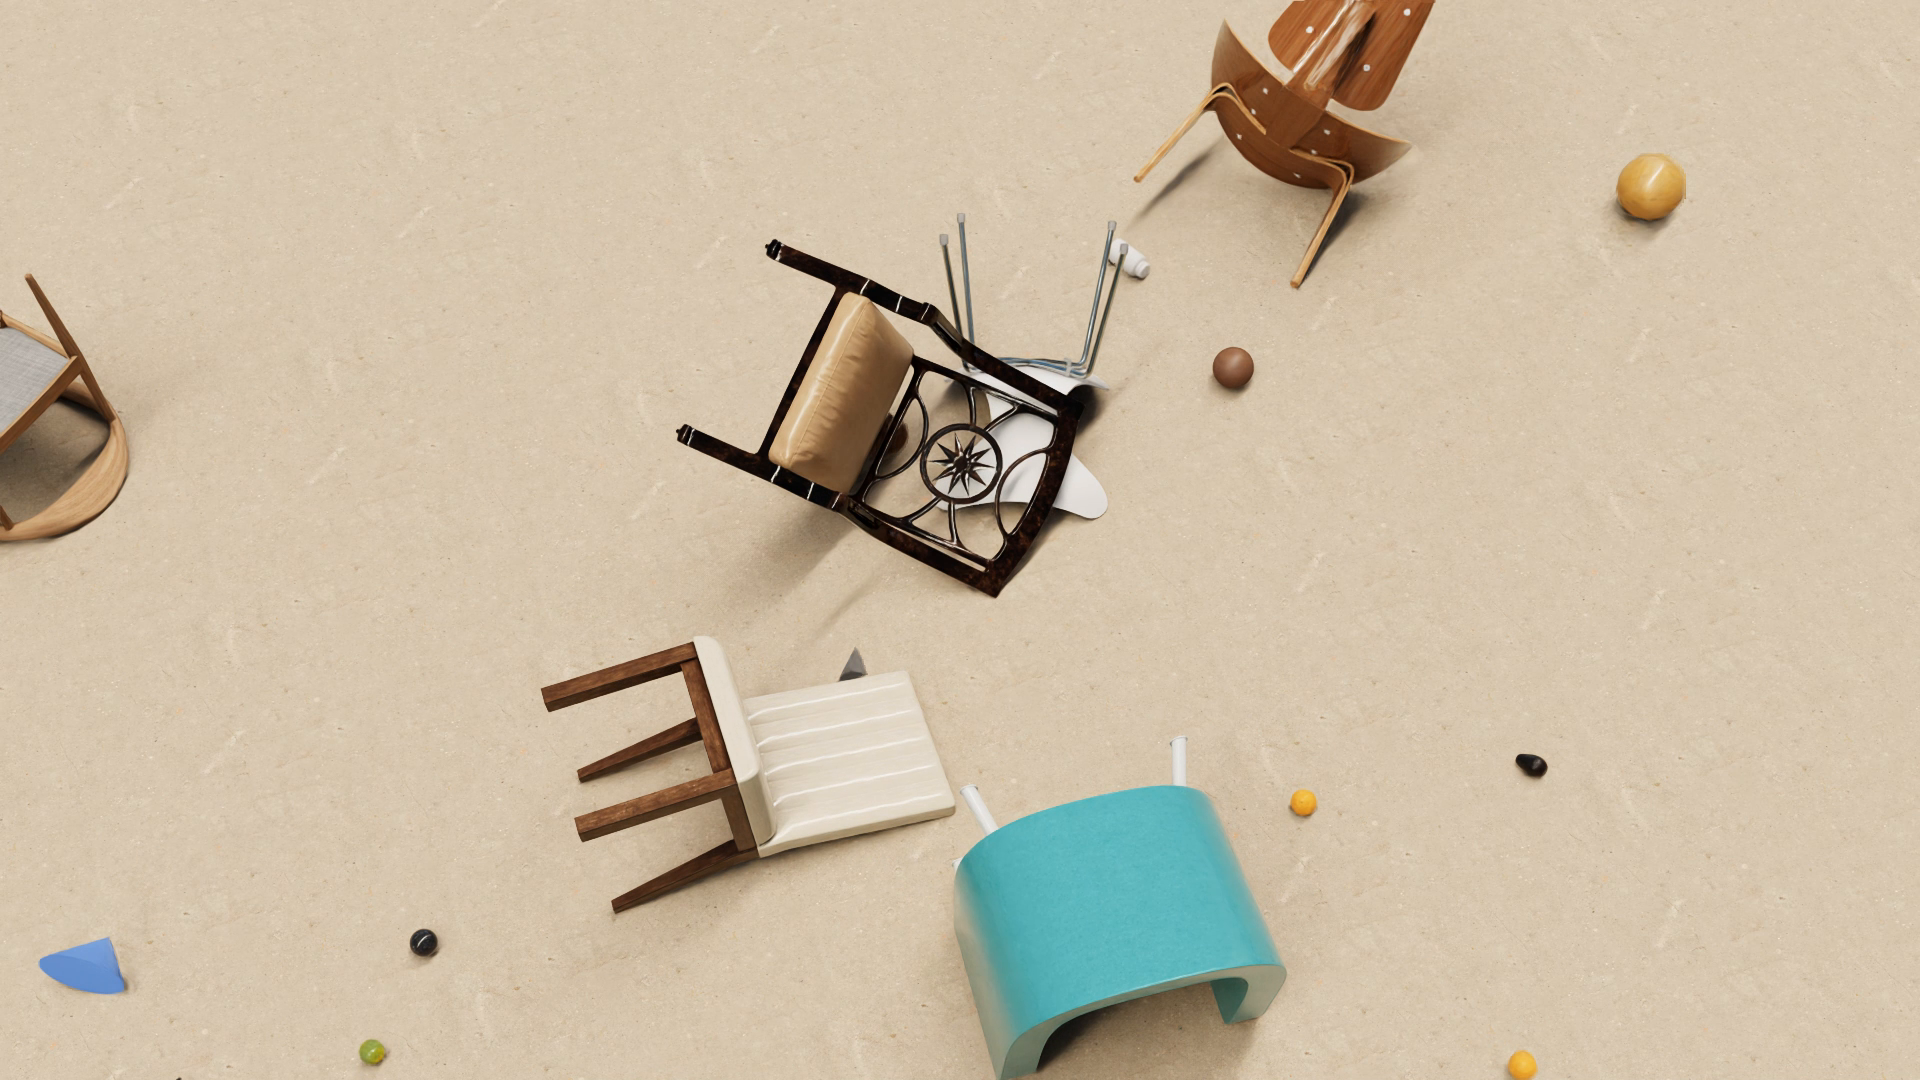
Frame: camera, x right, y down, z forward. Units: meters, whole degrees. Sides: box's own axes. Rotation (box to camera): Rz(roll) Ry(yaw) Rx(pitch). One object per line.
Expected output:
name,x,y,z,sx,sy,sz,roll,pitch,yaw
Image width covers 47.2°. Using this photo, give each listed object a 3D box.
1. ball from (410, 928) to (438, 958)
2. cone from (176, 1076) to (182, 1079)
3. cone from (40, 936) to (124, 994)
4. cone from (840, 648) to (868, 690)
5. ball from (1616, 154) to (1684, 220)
ball,-1.418,1.065,5.815,0.075,0.075,0.075,0,56,0
cone,-1.984,1.432,5.595,0.097,0.061,0.087,43,76,5
cone,-2.281,1.097,5.804,0.237,0.119,0.145,14,34,3
cone,-0.303,0.355,6.314,0.082,0.075,0.140,-3,41,3
ball,2.268,-1.159,7.223,0.214,0.214,0.214,0,56,0
